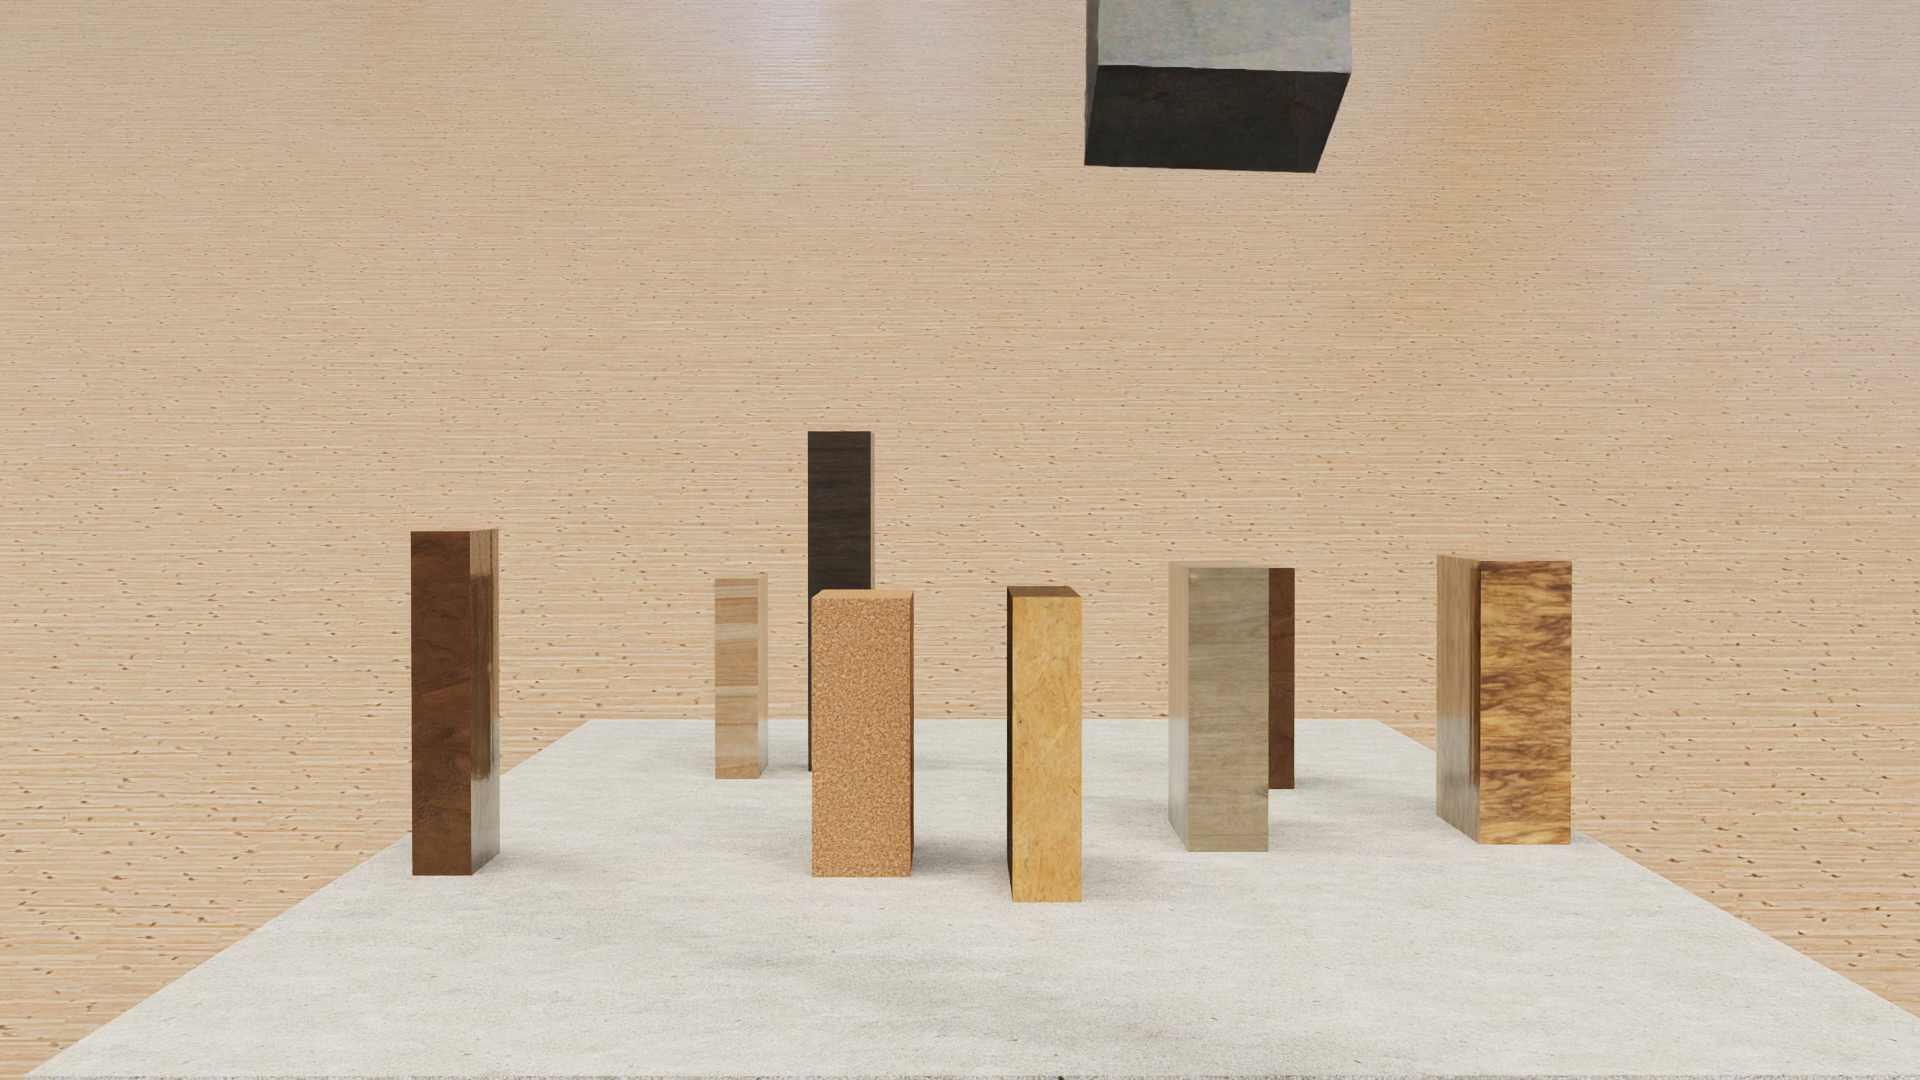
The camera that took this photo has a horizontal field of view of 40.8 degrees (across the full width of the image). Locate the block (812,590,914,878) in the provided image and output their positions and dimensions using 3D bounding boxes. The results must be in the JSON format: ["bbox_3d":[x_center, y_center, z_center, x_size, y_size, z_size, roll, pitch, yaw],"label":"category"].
[{"bbox_3d":[-0.150,0.296,4.066,0.149,0.422,0.340,0,1,0],"label":"block"}]

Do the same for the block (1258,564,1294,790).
[{"bbox_3d":[0.586,0.268,5.158,0.133,0.432,0.244,0,1,0],"label":"block"}]

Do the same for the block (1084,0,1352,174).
[{"bbox_3d":[0.210,-0.439,2.144,0.199,0.199,0.199,2,-15,0],"label":"block"}]

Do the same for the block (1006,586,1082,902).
[{"bbox_3d":[0.123,0.293,3.872,0.098,0.434,0.425,0,1,0],"label":"block"}]

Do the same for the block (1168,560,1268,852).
[{"bbox_3d":[0.433,0.270,4.363,0.129,0.460,0.394,0,1,0],"label":"block"}]

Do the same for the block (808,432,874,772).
[{"bbox_3d":[-0.251,0.125,5.489,0.131,0.707,0.256,0,1,0],"label":"block"}]

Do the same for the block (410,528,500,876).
[{"bbox_3d":[-0.787,0.246,4.036,0.090,0.523,0.245,0,1,0],"label":"block"}]

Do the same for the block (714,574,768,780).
[{"bbox_3d":[-0.452,0.278,5.357,0.087,0.406,0.282,0,1,0],"label":"block"}]

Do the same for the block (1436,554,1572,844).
[{"bbox_3d":[0.932,0.264,4.446,0.150,0.468,0.390,0,1,0],"label":"block"}]

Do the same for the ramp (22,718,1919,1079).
[{"bbox_3d":[0.061,0.546,4.582,2.000,0.100,4.000,0,1,0],"label":"ramp"}]
